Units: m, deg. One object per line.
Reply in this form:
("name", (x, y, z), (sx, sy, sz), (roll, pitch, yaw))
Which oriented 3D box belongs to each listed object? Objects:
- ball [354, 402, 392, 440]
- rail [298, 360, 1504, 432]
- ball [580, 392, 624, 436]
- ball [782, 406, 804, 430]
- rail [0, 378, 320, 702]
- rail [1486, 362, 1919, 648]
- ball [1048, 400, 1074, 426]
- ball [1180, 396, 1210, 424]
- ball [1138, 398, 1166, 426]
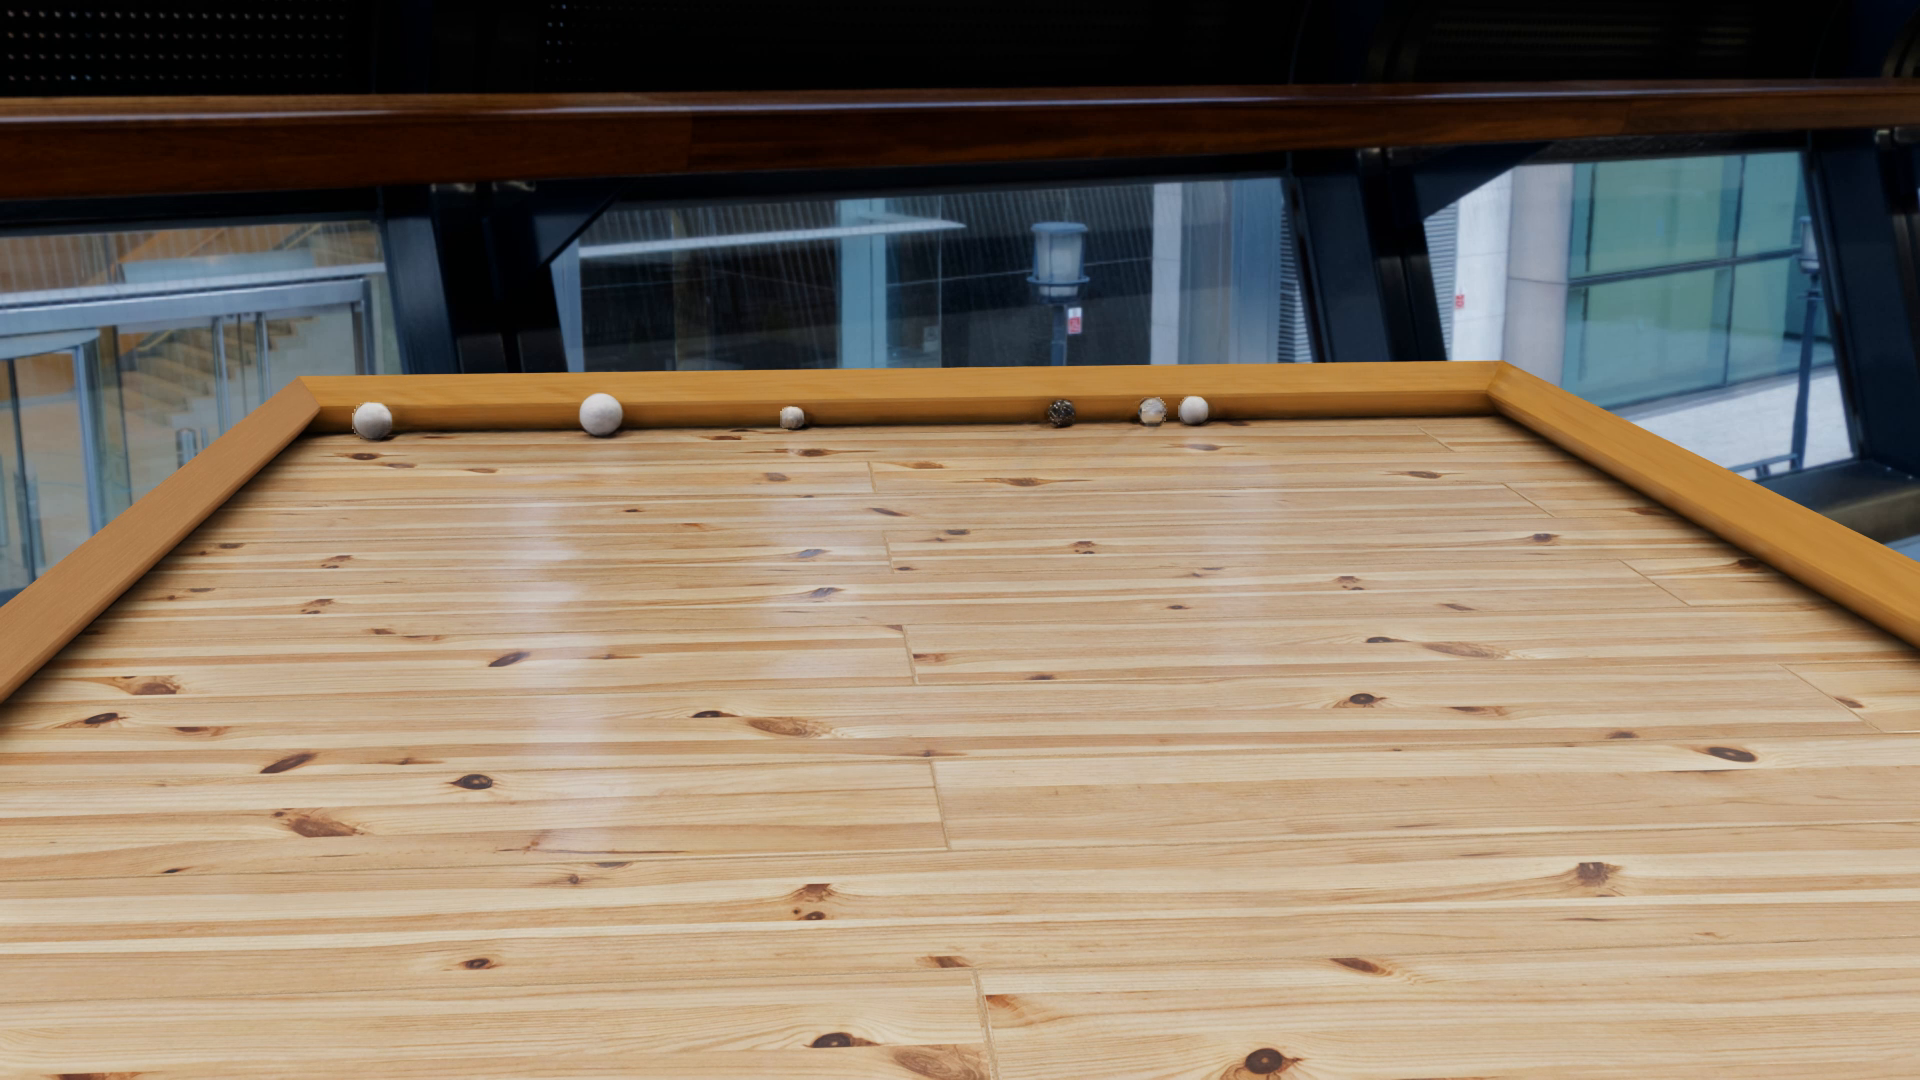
("ball", (-1.029, -0.210, 3.857), (0.066, 0.066, 0.066), (0, 14, 0))
("rail", (-0.082, -0.258, 3.983), (2.194, 0.099, 0.045), (-1, 14, -5))
("ball", (-0.633, -0.221, 3.884), (0.076, 0.076, 0.076), (0, 14, 0))
("ball", (-0.300, -0.219, 3.946), (0.042, 0.042, 0.042), (0, 14, 0))
("rail", (-0.986, 0.238, 1.937), (0.045, 0.099, 4.096), (-1, 14, -5))
("rail", (1.153, 0.197, 2.107), (0.045, 0.099, 4.096), (-1, 14, -5))
("ball", (0.184, -0.229, 3.977), (0.048, 0.048, 0.048), (0, 14, 0))
("ball", (0.426, -0.235, 3.991), (0.053, 0.053, 0.053), (0, 14, 0))
("ball", (0.348, -0.233, 3.990), (0.049, 0.049, 0.049), (0, 14, 0))
